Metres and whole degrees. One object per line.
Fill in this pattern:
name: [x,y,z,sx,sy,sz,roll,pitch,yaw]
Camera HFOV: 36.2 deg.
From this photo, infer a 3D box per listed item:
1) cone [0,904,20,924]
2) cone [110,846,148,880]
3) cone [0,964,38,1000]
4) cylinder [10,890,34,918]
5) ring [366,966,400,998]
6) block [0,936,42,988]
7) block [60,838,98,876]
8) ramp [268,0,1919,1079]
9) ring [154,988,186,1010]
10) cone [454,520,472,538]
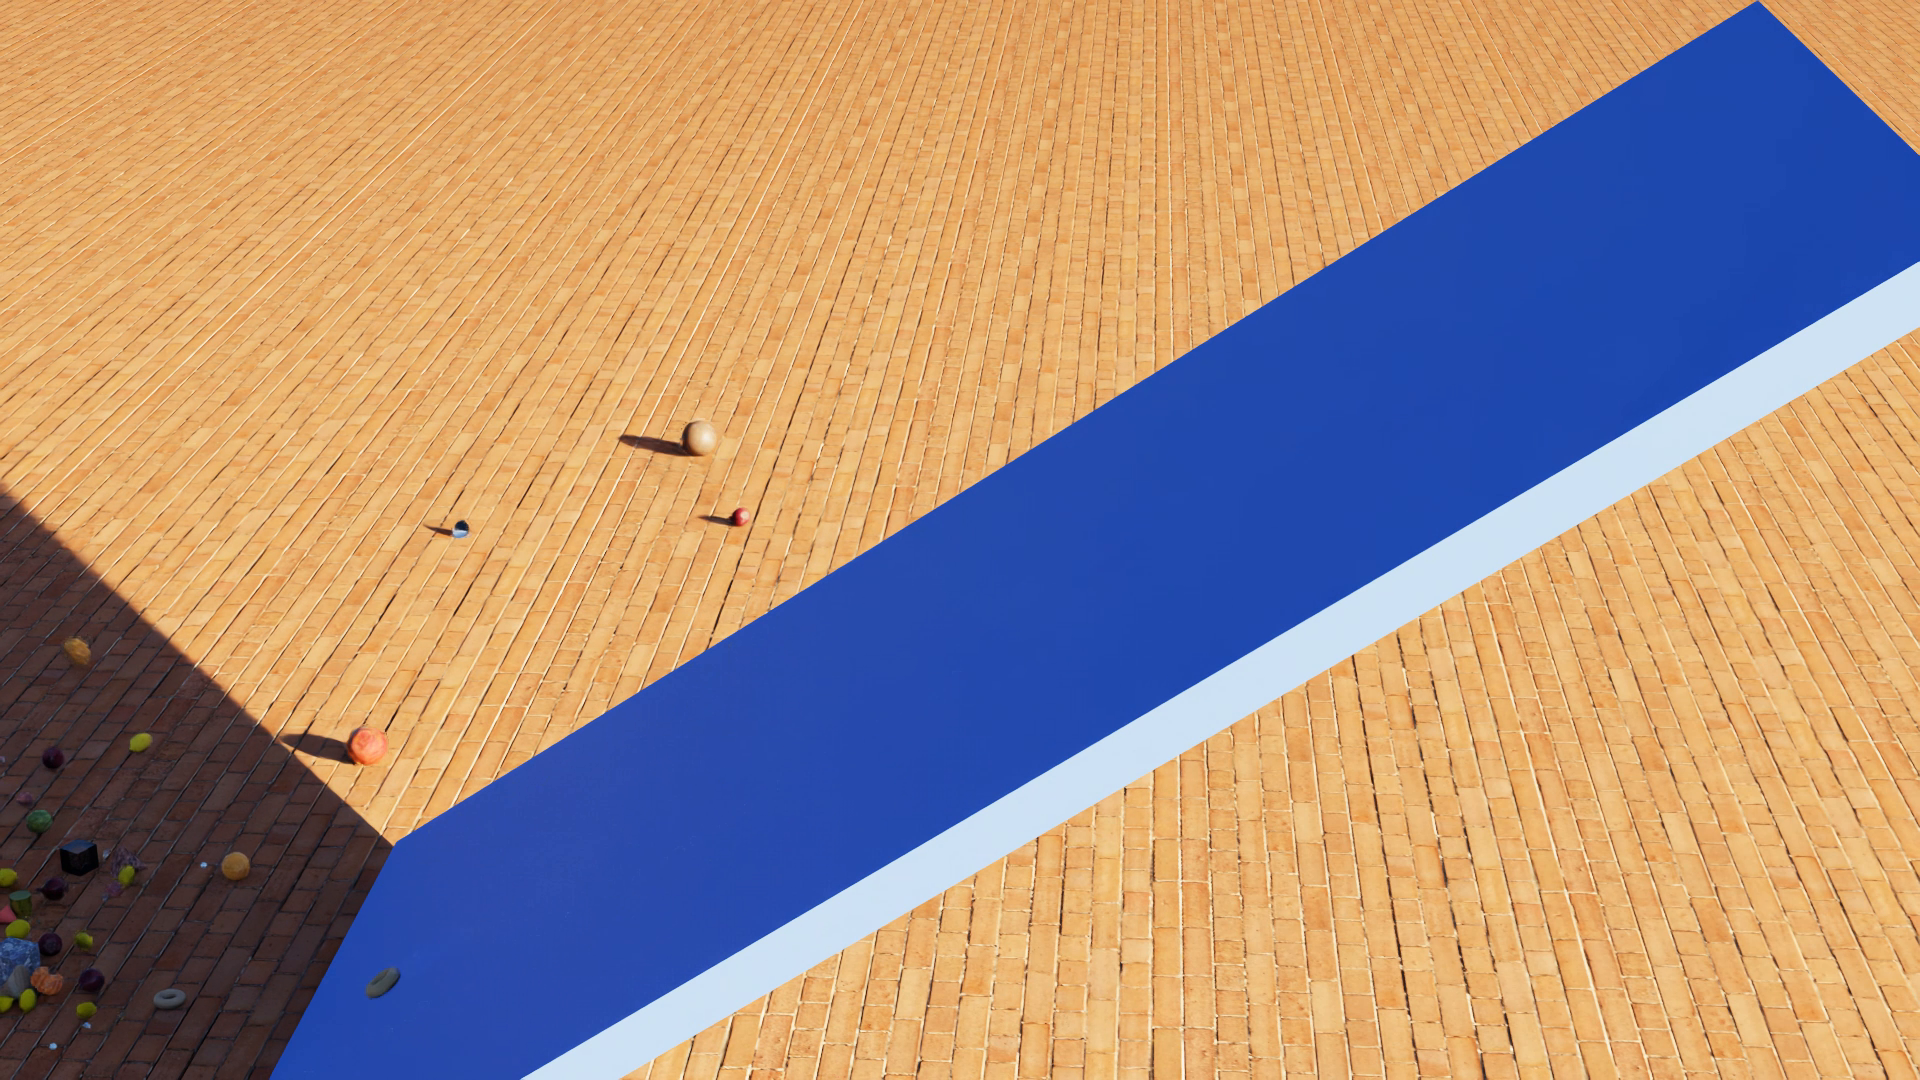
cone: [-2.408,0.962,7.468,0.054,0.054,0.054,28,23,0]
cone: [-2.170,0.855,7.728,0.087,0.087,0.087,18,5,-41]
cone: [-2.296,1.090,7.105,0.095,0.095,0.095,-26,20,6]
cylinder: [-2.396,0.931,7.508,0.054,0.054,0.054,0,21,0]
ring: [-1.305,1.001,6.655,0.090,0.030,0.090,-34,16,11]
block: [-2.310,1.036,7.180,0.089,0.089,0.089,9,23,23]
block: [-2.318,0.836,7.741,0.066,0.066,0.066,12,24,28]
ramp: [0.138,0.172,6.300,4.000,0.100,2.000,-32,16,14]
ring: [-1.904,1.106,7.086,0.077,0.026,0.077,1,19,0]
cone: [-1.688,-0.029,10.070,0.066,0.066,0.066,8,-13,20]
